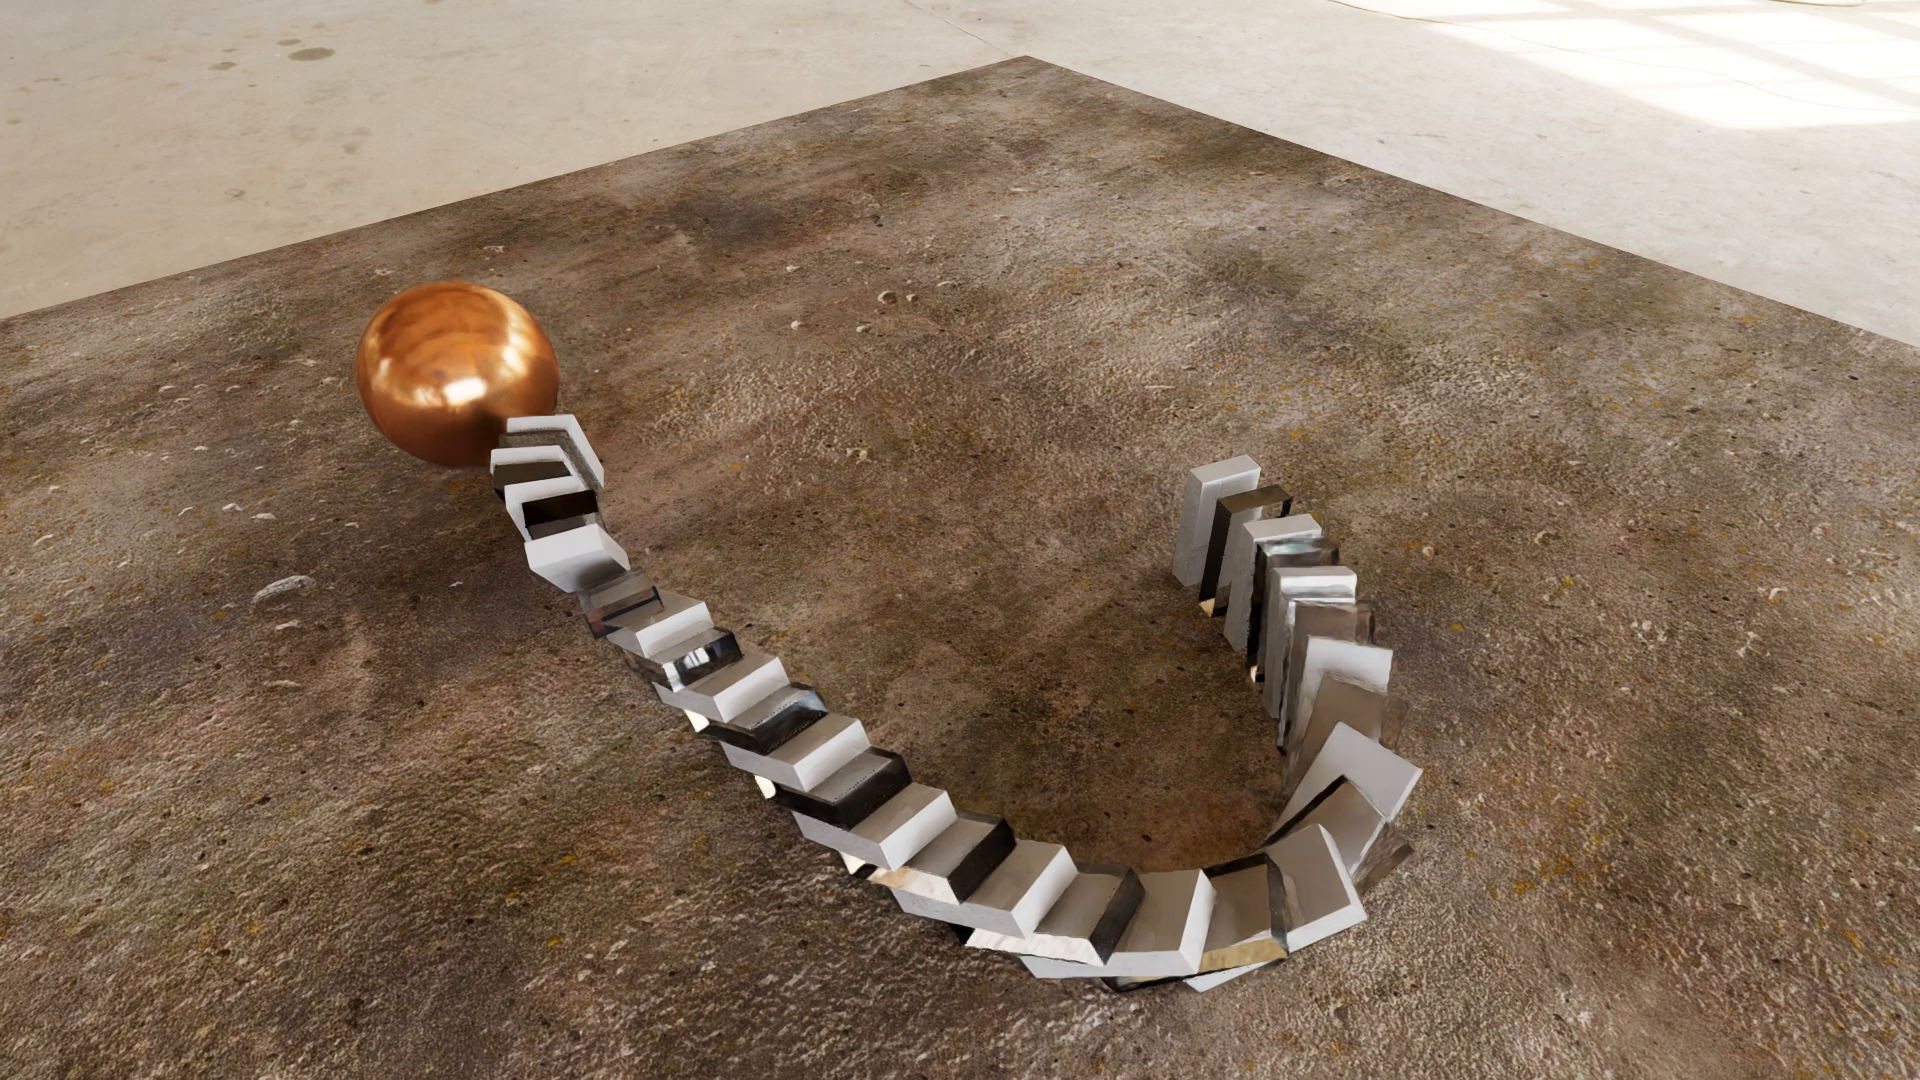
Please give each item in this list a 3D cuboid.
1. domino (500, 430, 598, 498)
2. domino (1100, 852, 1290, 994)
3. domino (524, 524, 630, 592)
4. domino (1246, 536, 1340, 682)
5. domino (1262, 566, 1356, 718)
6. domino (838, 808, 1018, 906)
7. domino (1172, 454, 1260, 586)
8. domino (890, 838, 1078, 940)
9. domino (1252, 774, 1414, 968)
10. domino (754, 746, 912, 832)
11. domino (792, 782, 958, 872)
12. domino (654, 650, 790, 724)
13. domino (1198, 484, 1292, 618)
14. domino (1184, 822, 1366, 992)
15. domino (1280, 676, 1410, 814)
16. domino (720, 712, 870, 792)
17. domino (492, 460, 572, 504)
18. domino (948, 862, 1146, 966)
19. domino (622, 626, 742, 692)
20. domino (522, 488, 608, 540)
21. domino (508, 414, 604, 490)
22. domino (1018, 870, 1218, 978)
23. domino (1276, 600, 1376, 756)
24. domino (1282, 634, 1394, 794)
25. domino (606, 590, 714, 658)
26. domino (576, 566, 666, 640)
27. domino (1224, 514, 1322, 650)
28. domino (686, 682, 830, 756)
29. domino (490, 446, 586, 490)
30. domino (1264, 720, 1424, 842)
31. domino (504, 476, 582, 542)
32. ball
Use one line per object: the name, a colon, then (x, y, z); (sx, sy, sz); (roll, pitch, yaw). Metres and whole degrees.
domino: (-0.166, -0.028, 0.447); (0.025, 0.050, 0.009); (-4, 68, -5)
domino: (0.062, 0.103, 0.296); (0.050, 0.010, 0.025); (-26, 30, 28)
domino: (-0.139, 0.007, 0.404); (0.025, 0.050, 0.009); (-16, 80, -8)
domino: (0.115, 0.024, 0.381); (0.025, 0.050, 0.010); (-5, 26, -6)
domino: (0.117, 0.034, 0.370); (0.025, 0.050, 0.010); (-2, 16, -2)
domino: (-0.010, 0.088, 0.316); (0.050, 0.009, 0.025); (-6, 25, 49)
domino: (0.097, -0.007, 0.420); (0.025, 0.050, 0.010); (-15, 42, -17)
domino: (0.006, 0.095, 0.307); (0.050, 0.010, 0.025); (-9, 24, 47)
domino: (0.098, 0.092, 0.307); (0.050, 0.009, 0.025); (-45, 46, 9)
domino: (-0.039, 0.073, 0.336); (0.025, 0.010, 0.050); (-32, 18, -33)
domino: (-0.026, 0.081, 0.325); (0.025, 0.009, 0.050); (-32, 17, -33)
domino: (-0.081, 0.047, 0.368); (0.025, 0.010, 0.050); (-32, 19, -33)
domino: (0.105, 0.005, 0.406); (0.025, 0.050, 0.009); (-14, 41, -16)
domino: (0.081, 0.100, 0.299); (0.050, 0.009, 0.025); (-33, 36, 19)
domino: (0.115, 0.069, 0.333); (0.025, 0.050, 0.010); (18, 0, 20)
domino: (-0.053, 0.064, 0.346); (0.025, 0.010, 0.050); (-32, 19, -33)
domino: (-0.161, -0.015, 0.431); (0.025, 0.050, 0.009); (-4, 68, -5)
domino: (0.023, 0.100, 0.300); (0.050, 0.009, 0.025); (-13, 24, 44)
domino: (-0.096, 0.038, 0.378); (0.025, 0.009, 0.050); (-26, 16, -28)
domino: (-0.146, -0.002, 0.415); (0.025, 0.050, 0.010); (-13, 69, -15)
domino: (-0.167, -0.035, 0.456); (0.025, 0.050, 0.009); (-4, 68, -5)
domino: (0.042, 0.104, 0.296); (0.050, 0.010, 0.025); (-18, 26, 37)
domino: (0.119, 0.045, 0.358); (0.025, 0.050, 0.010); (4, 8, 4)
domino: (0.118, 0.057, 0.346); (0.025, 0.050, 0.009); (9, 2, 10)
domino: (-0.108, 0.029, 0.389); (0.025, 0.009, 0.050); (-26, 16, -28)
domino: (-0.123, 0.022, 0.396); (0.025, 0.009, 0.050); (-23, 15, -18)
domino: (0.111, 0.016, 0.392); (0.025, 0.050, 0.009); (-8, 37, -10)
domino: (-0.067, 0.055, 0.357); (0.025, 0.009, 0.050); (-32, 19, -33)
domino: (-0.166, -0.021, 0.439); (0.025, 0.050, 0.009); (-4, 68, -5)
domino: (0.109, 0.081, 0.319); (0.025, 0.009, 0.050); (32, 92, 32)
domino: (-0.155, -0.008, 0.422); (0.025, 0.050, 0.009); (-10, 69, -11)
ball: (-0.215, -0.071, 0.474); (0.080, 0.080, 0.080); (0, 39, 0)
